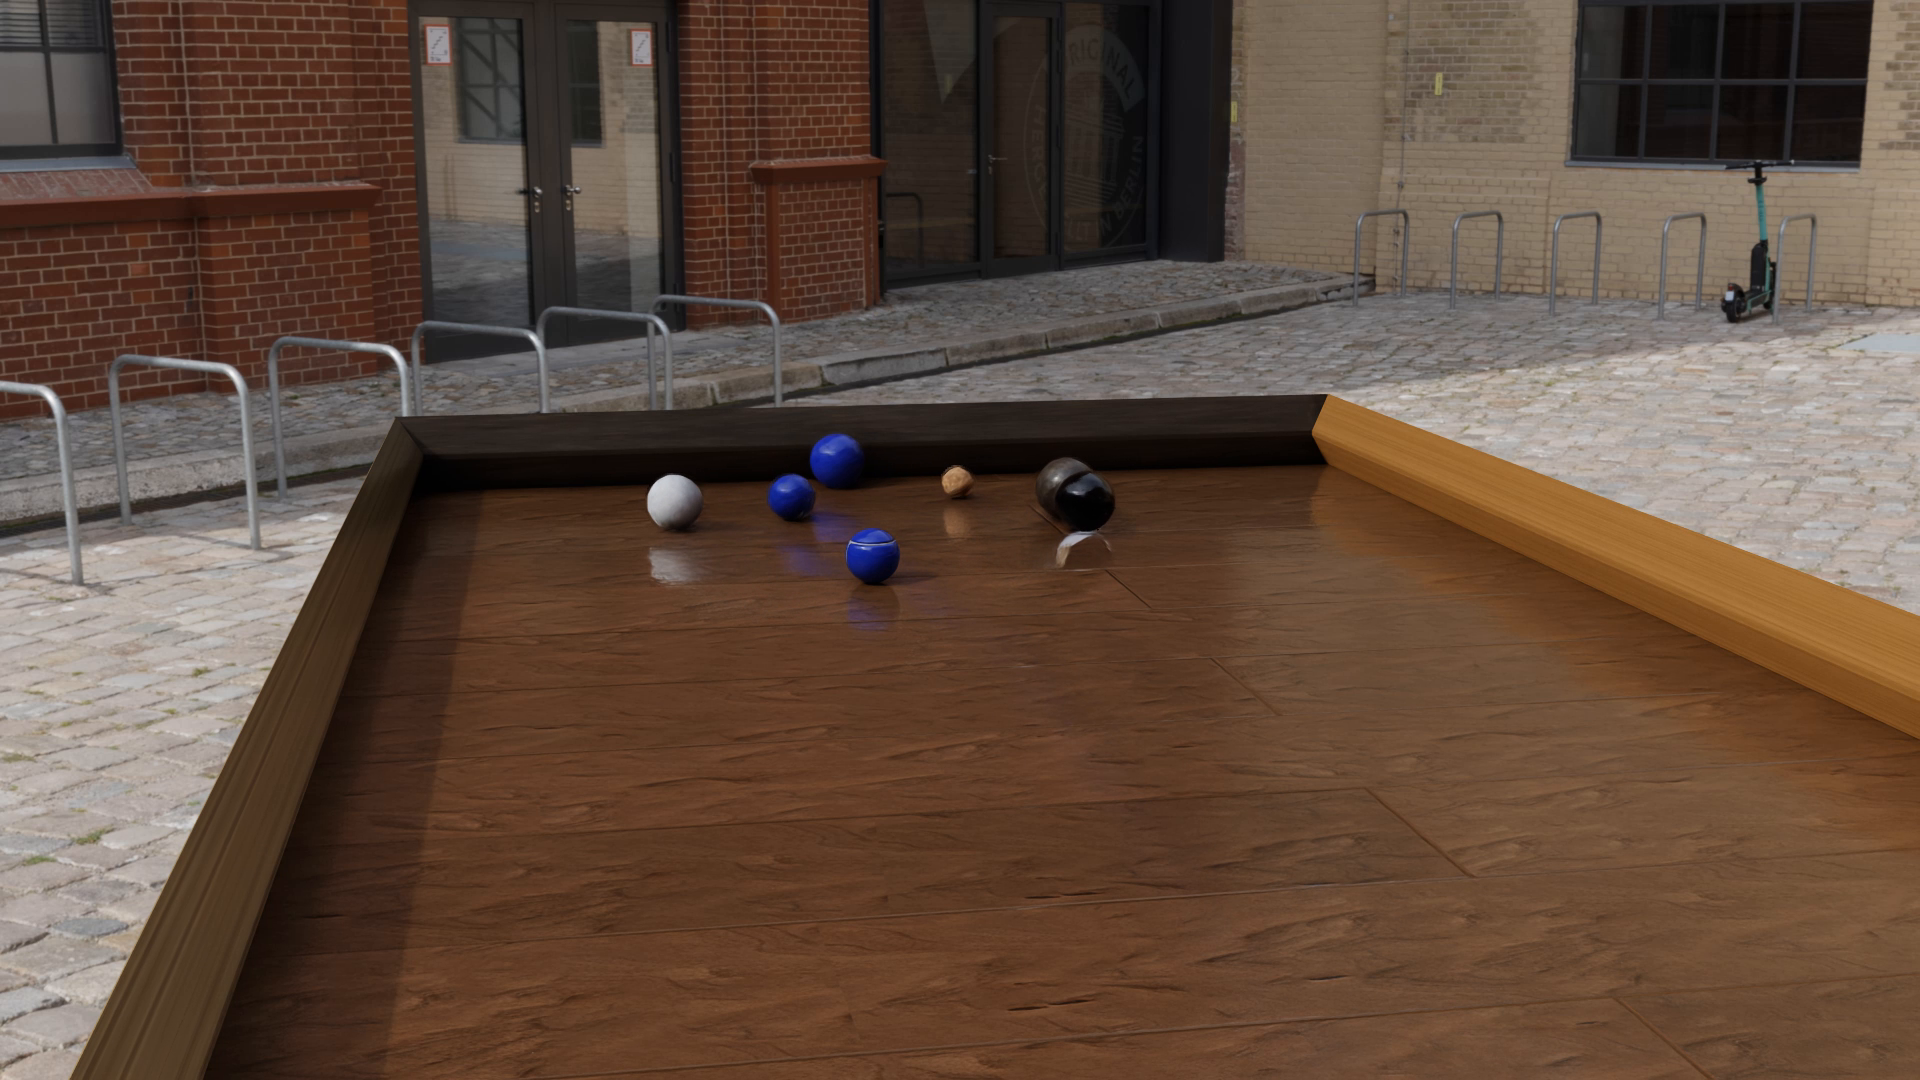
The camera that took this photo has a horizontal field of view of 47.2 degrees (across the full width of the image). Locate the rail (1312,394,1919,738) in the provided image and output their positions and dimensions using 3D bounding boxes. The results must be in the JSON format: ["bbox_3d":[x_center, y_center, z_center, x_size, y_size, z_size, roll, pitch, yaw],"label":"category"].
[{"bbox_3d":[0.906,0.097,2.427,0.045,0.122,3.063,-2,11,-10],"label":"rail"}]

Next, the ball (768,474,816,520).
[{"bbox_3d":[-0.258,-0.066,3.378,0.071,0.071,0.071,0,11,0],"label":"ball"}]

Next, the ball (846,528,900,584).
[{"bbox_3d":[-0.117,0.021,2.937,0.074,0.074,0.074,0,11,0],"label":"ball"}]

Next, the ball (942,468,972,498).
[{"bbox_3d":[-0.004,-0.092,3.566,0.050,0.050,0.050,0,11,0],"label":"ball"}]

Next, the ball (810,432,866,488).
[{"bbox_3d":[-0.203,-0.132,3.657,0.092,0.092,0.092,0,11,0],"label":"ball"}]

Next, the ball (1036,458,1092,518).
[{"bbox_3d":[0.163,-0.080,3.389,0.094,0.094,0.094,0,11,0],"label":"ball"}]

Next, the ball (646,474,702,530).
[{"bbox_3d":[-0.428,-0.056,3.299,0.084,0.084,0.084,0,11,0],"label":"ball"}]

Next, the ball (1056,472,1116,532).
[{"bbox_3d":[0.187,-0.058,3.291,0.090,0.090,0.090,0,11,0],"label":"ball"}]

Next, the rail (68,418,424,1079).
[{"bbox_3d":[-0.631,0.151,2.152,0.045,0.122,3.063,-2,11,-10],"label":"rail"}]

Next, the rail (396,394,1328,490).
[{"bbox_3d":[-0.133,-0.166,3.744,1.609,0.122,0.045,-2,11,-10],"label":"rail"}]
